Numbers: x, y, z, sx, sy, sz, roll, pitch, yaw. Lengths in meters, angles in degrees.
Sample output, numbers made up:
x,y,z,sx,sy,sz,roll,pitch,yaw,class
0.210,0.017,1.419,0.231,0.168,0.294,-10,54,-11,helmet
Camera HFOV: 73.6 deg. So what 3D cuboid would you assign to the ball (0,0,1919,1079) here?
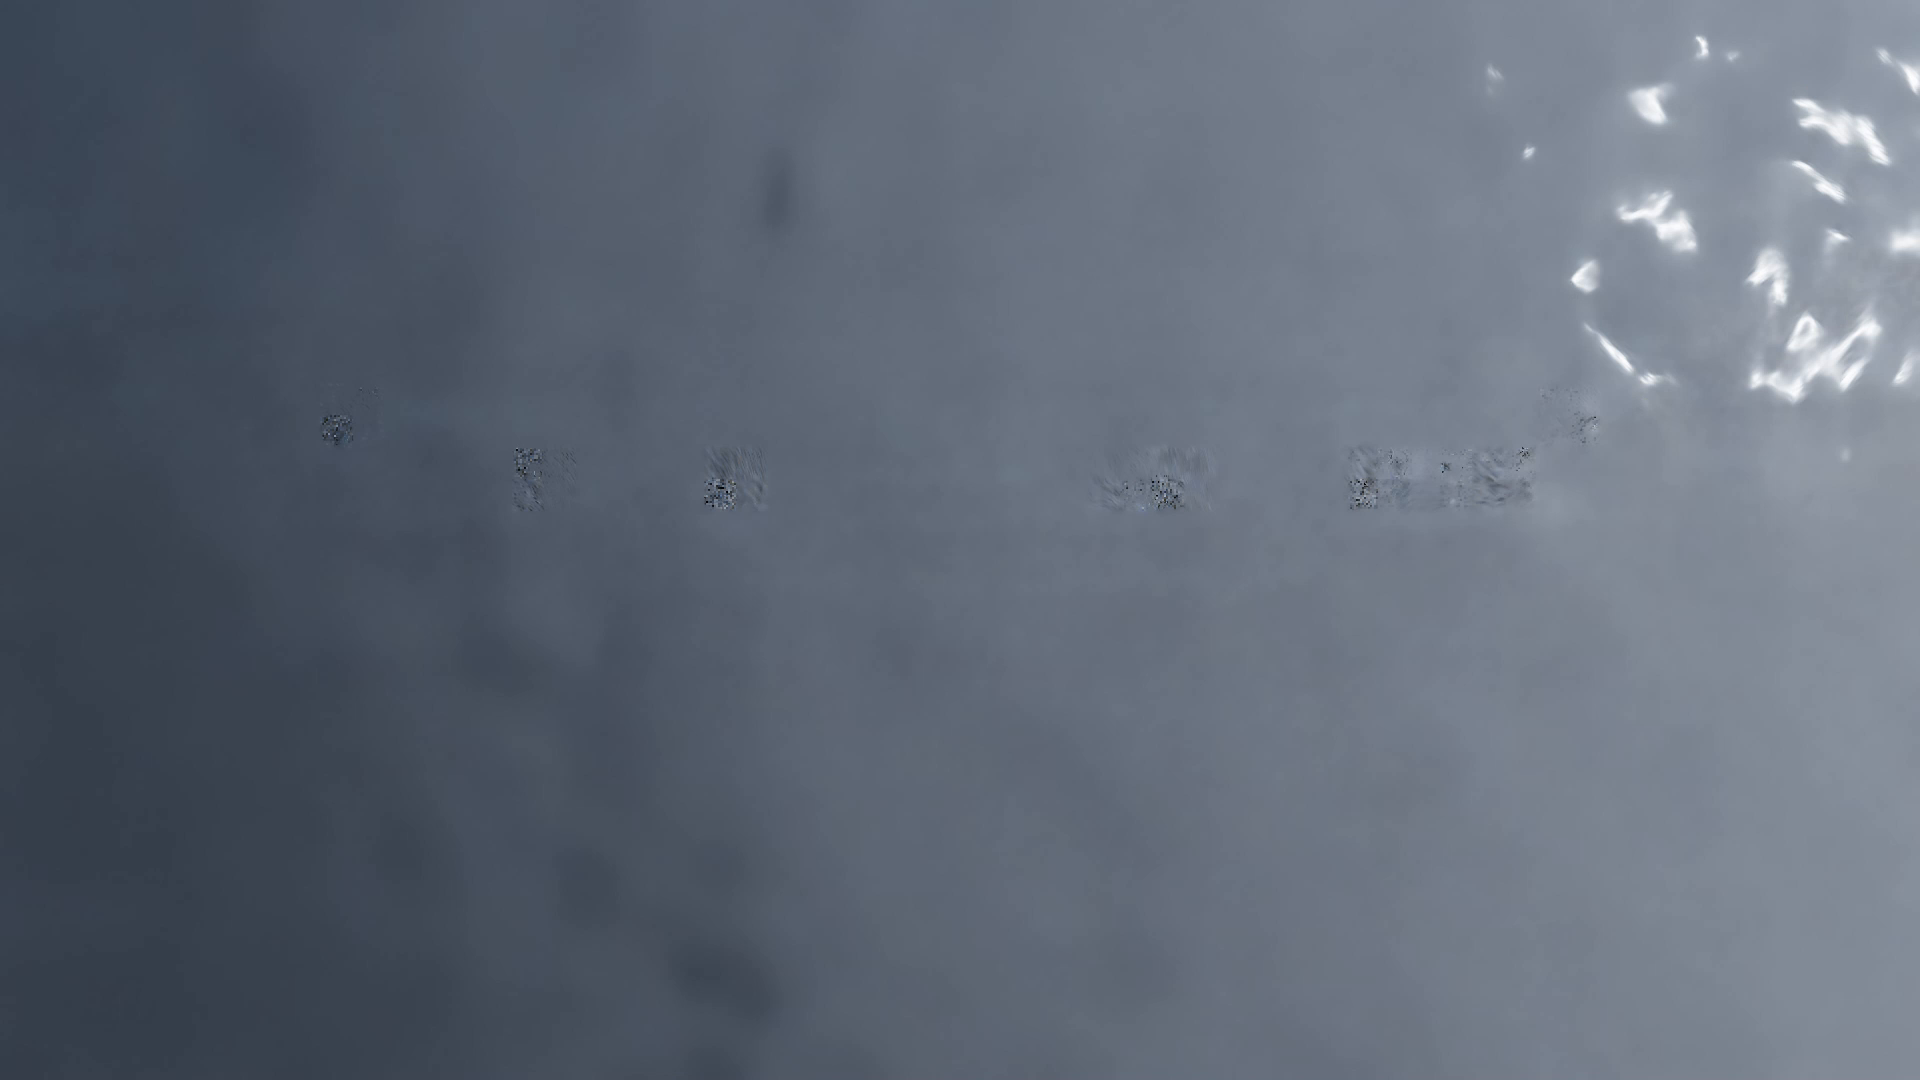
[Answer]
x,y,z,sx,sy,sz,roll,pitch,yaw,class
0.000,-0.002,0.056,0.080,0.080,0.080,0,4,0,ball
